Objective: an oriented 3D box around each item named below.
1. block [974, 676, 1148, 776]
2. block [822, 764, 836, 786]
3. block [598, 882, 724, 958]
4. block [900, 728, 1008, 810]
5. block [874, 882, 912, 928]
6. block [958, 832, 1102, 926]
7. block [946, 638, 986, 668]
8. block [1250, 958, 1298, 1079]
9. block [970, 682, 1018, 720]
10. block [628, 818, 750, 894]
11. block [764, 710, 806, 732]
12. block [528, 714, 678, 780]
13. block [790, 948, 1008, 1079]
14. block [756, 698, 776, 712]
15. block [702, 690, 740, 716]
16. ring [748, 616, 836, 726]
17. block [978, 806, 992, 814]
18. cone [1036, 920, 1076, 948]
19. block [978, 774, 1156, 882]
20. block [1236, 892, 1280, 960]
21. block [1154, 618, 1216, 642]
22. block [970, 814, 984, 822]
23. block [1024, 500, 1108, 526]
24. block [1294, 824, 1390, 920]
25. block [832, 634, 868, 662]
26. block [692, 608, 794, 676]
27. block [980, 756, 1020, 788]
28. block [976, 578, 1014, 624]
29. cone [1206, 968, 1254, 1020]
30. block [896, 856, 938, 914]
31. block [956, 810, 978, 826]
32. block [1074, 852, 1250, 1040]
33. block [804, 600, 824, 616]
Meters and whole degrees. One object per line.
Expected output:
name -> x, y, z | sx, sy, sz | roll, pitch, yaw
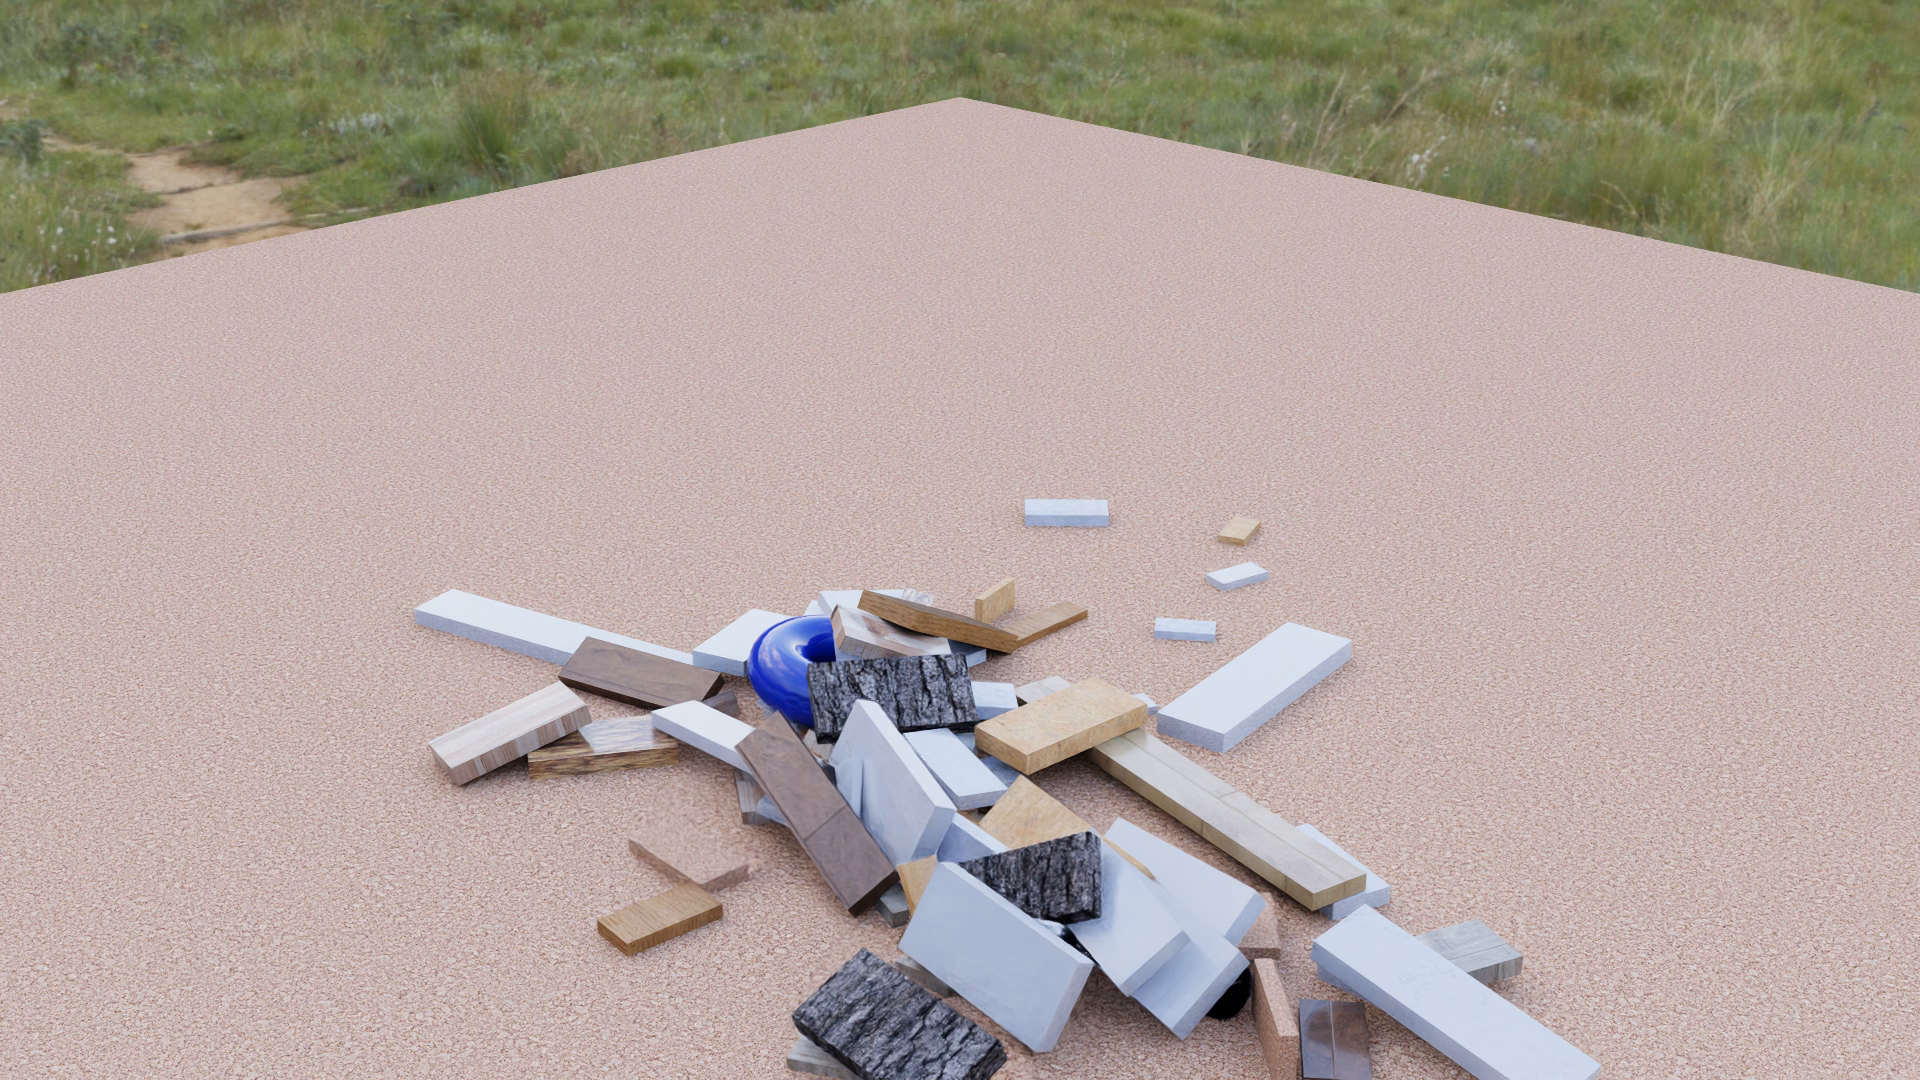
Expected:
block -> 0.213, 0.386, 4.610 | 0.335, 0.047, 0.167 | -19, 29, -35
block -> -0.275, 0.520, 4.323 | 0.073, 0.021, 0.146 | -30, 46, 25
block -> -0.555, 0.701, 4.071 | 0.207, 0.029, 0.104 | -18, 29, -36
block -> -0.018, 0.462, 4.446 | 0.120, 0.034, 0.239 | -4, 29, -33
block -> -0.047, 0.664, 4.155 | 0.230, 0.033, 0.115 | -11, 25, -24
block -> 0.114, 0.622, 3.899 | 0.293, 0.041, 0.146 | -19, 53, 29
block -> -0.054, 0.247, 5.138 | 0.111, 0.031, 0.221 | -19, 29, -37
block -> 0.528, 0.814, 3.700 | 0.031, 0.111, 0.222 | -1, 23, -3
block -> 0.007, 0.342, 4.712 | 0.223, 0.032, 0.112 | 4, 24, -7
block -> -0.527, 0.616, 4.267 | 0.116, 0.033, 0.232 | -20, 30, -39
block -> -0.376, 0.388, 4.827 | 0.106, 0.015, 0.053 | 20, 30, 39
block -> -0.762, 0.438, 4.672 | 0.310, 0.044, 0.155 | -5, 24, -12
block -> -0.102, 0.819, 3.624 | 0.171, 0.049, 0.343 | -40, 43, -25
block -> -0.387, 0.365, 4.821 | 0.106, 0.015, 0.053 | 18, 23, 21
block -> -0.534, 0.369, 4.821 | 0.106, 0.053, 0.015 | -22, 4, -42
ring -> -0.268, 0.293, 4.853 | 0.404, 0.135, 0.404 | 9, 23, -4
block -> 0.084, 0.535, 4.439 | 0.095, 0.047, 0.013 | 7, 24, 16
cone -> 0.125, 0.779, 3.825 | 0.172, 0.172, 0.172 | -1, 50, -3
block -> 0.180, 0.600, 4.109 | 0.176, 0.050, 0.353 | -48, 47, -10
block -> 0.529, 0.702, 4.006 | 0.091, 0.026, 0.182 | 1, 23, 2
block -> 0.536, 0.214, 5.232 | 0.142, 0.020, 0.071 | 3, 23, 8
block -> 0.052, 0.574, 4.390 | 0.095, 0.013, 0.047 | 16, 28, 33
block -> 0.285, -0.073, 5.894 | 0.221, 0.031, 0.111 | 0, 23, 1
block -> 0.691, 0.634, 4.219 | 0.131, 0.037, 0.262 | -11, 26, -25
block -> -0.203, 0.261, 4.752 | 0.122, 0.035, 0.245 | 10, 26, -12
block -> -0.487, 0.235, 5.068 | 0.135, 0.038, 0.269 | 11, 24, 23
block -> 0.008, 0.508, 4.522 | 0.227, 0.032, 0.113 | -14, 27, -30
block -> 0.085, 0.150, 5.312 | 0.021, 0.074, 0.148 | 14, 27, 30
cone -> 0.490, 0.777, 3.858 | 0.127, 0.127, 0.127 | 22, 5, 41
block -> -0.058, 0.651, 3.977 | 0.073, 0.146, 0.021 | -12, -12, -28
block -> -0.008, 0.560, 4.395 | 0.047, 0.013, 0.095 | -46, 41, -16
block -> 0.325, 0.705, 3.867 | 0.176, 0.050, 0.353 | -47, 45, -8
block -> -0.324, 0.207, 5.232 | 0.111, 0.031, 0.221 | 4, 23, 9
